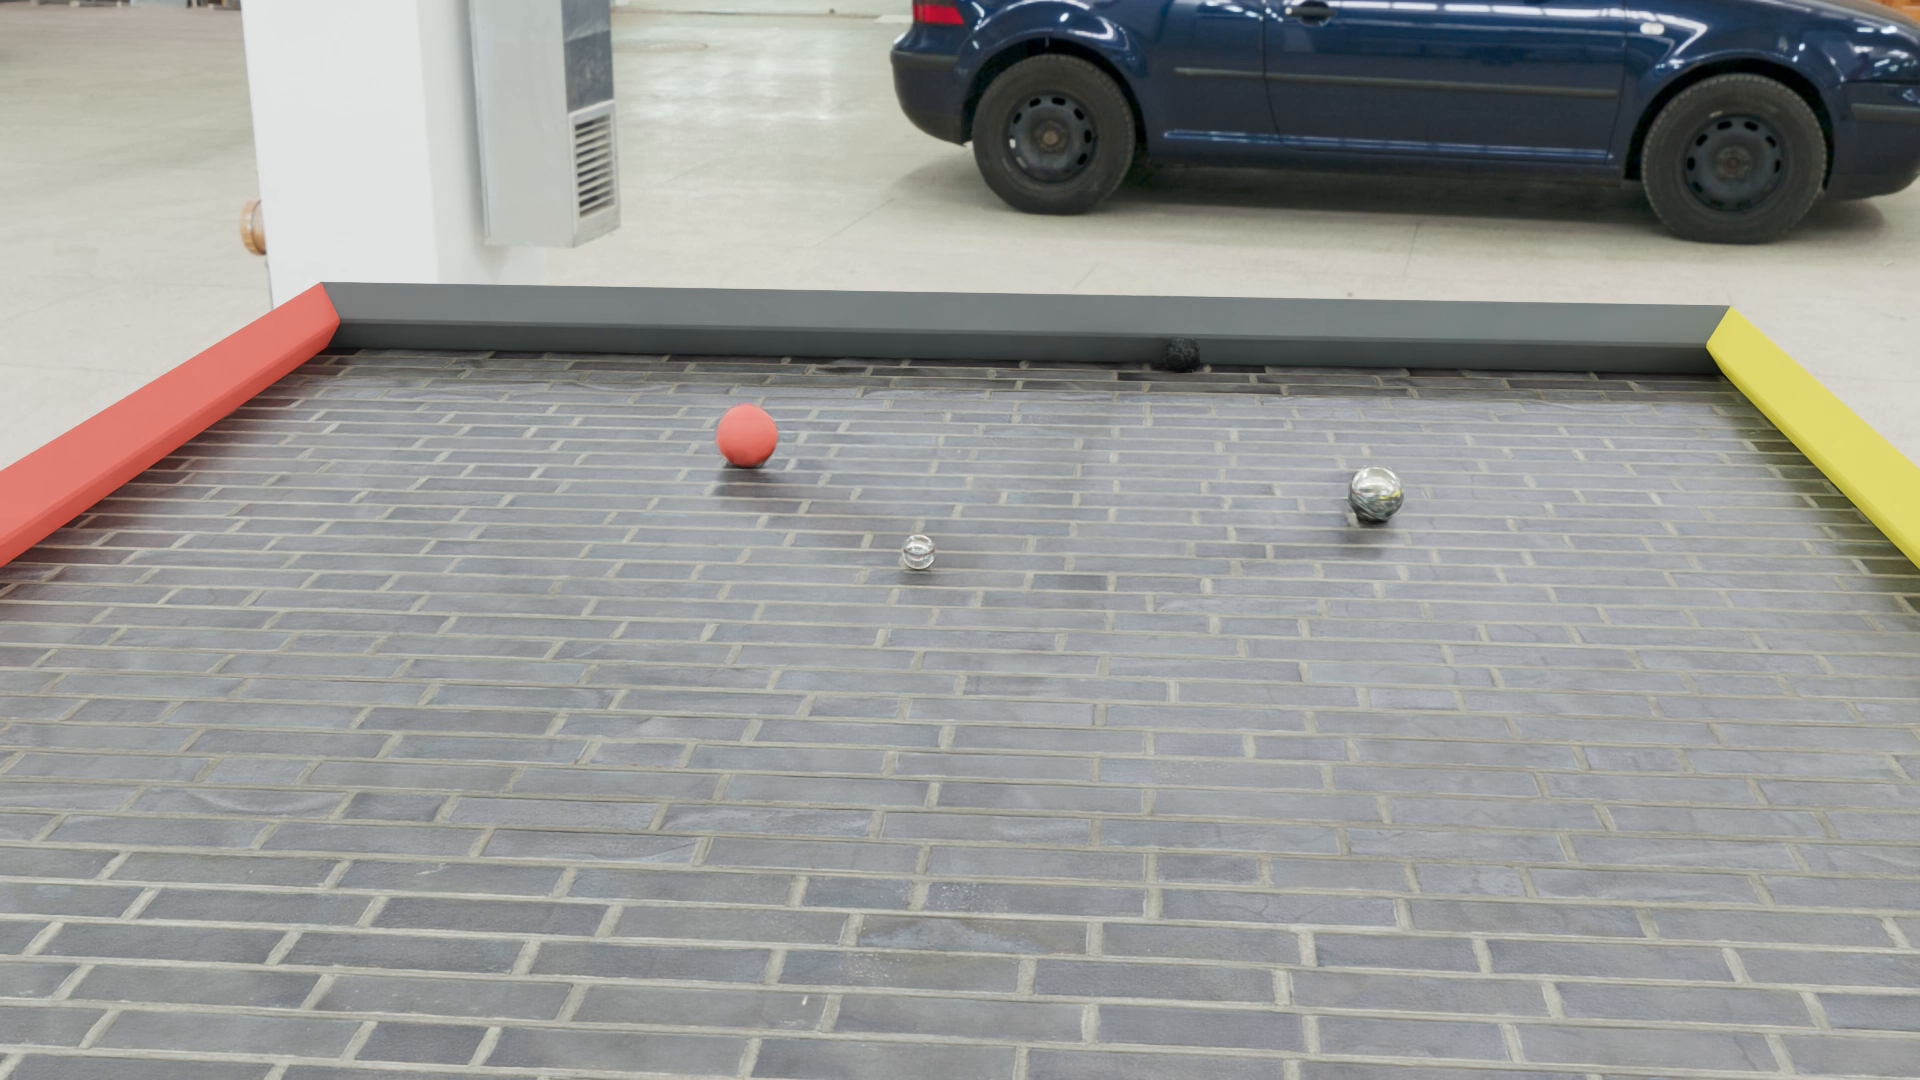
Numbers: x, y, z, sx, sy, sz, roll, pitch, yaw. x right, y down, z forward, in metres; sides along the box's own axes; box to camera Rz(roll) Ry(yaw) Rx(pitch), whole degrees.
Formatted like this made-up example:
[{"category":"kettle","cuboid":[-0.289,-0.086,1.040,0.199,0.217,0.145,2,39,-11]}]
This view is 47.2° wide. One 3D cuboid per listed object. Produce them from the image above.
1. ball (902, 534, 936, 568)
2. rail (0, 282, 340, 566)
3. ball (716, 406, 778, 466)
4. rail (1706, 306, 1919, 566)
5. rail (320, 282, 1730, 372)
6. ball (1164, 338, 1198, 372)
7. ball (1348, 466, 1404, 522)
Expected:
[{"category":"ball","cuboid":[-0.050,0.014,2.699,0.043,0.043,0.043,0,19,0]},{"category":"rail","cuboid":[-1.234,0.282,1.797,0.045,0.113,4.184,1,19,4]},{"category":"ball","cuboid":[-0.301,-0.147,3.107,0.087,0.087,0.087,0,19,0]},{"category":"rail","cuboid":[1.070,0.340,1.625,0.045,0.113,4.184,1,19,4]},{"category":"rail","cuboid":[0.080,-0.351,3.664,2.358,0.113,0.045,1,19,4]},{"category":"ball","cuboid":[0.364,-0.303,3.617,0.056,0.056,0.056,0,19,0]},{"category":"ball","cuboid":[0.543,-0.060,2.872,0.073,0.073,0.073,0,19,0]}]
